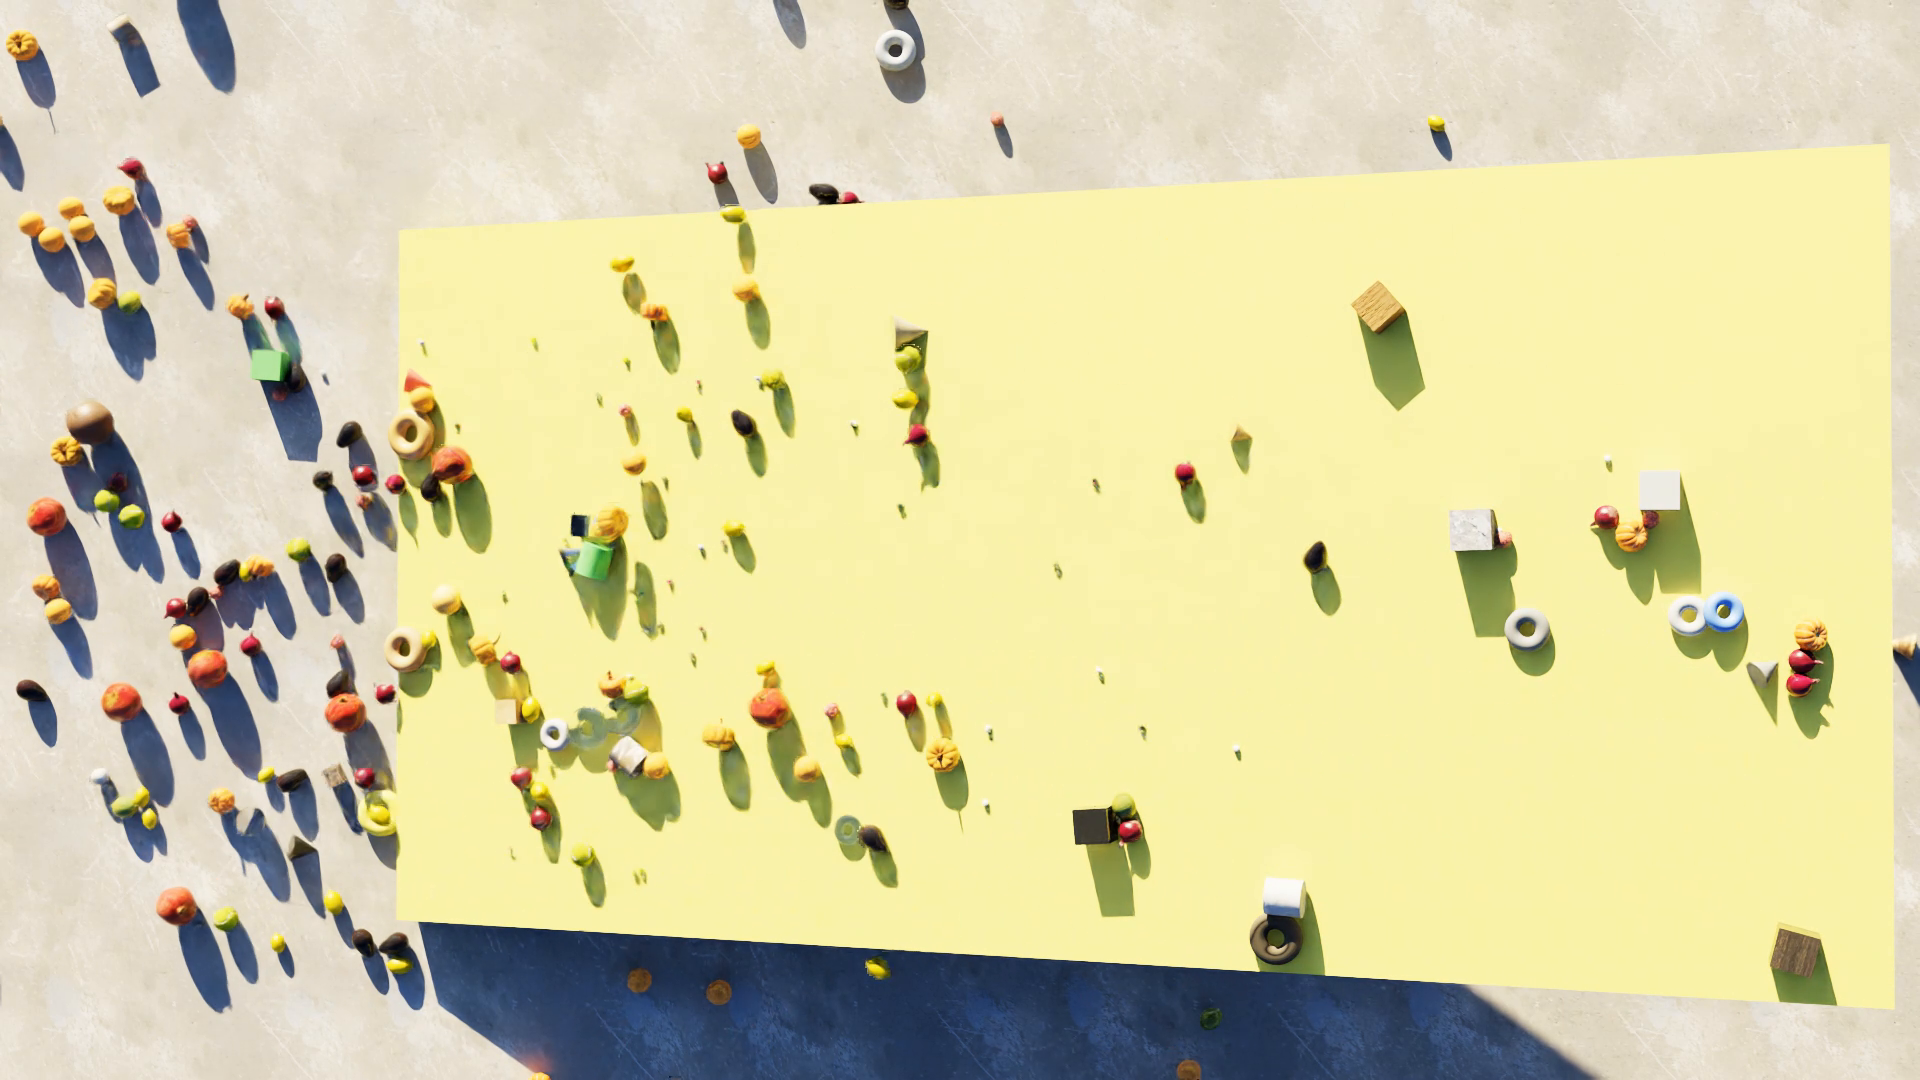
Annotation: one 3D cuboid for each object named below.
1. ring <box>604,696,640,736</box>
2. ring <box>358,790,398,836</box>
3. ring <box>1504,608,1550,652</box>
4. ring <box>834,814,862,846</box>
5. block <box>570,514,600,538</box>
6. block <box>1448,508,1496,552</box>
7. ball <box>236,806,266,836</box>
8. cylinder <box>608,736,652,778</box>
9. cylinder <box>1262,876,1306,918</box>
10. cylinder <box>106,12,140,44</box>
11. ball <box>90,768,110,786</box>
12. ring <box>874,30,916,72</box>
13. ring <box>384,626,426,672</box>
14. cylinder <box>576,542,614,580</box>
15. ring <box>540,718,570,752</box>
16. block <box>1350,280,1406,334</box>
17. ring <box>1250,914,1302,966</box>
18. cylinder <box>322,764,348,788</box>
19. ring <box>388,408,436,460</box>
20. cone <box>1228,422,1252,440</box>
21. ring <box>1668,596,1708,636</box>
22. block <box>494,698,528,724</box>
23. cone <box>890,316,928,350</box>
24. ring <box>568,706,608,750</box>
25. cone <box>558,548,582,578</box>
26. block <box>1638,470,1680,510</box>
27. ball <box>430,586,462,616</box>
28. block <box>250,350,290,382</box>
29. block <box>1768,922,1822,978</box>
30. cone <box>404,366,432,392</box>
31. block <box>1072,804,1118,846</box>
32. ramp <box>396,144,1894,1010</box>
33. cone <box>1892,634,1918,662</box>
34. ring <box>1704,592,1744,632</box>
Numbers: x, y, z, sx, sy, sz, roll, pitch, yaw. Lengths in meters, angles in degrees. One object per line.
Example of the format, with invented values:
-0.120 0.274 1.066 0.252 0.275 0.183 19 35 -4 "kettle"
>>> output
-0.940 0.489 6.118 0.111 0.037 0.111 0 89 17 "ring"
-1.695 0.799 6.442 0.138 0.046 0.138 0 90 0 "ring"
1.375 0.217 5.329 0.109 0.036 0.109 0 91 19 "ring"
-0.300 0.778 5.900 0.083 0.028 0.083 0 90 18 "ring"
-1.048 -0.040 6.149 0.061 0.061 0.061 4 91 19 "block"
1.245 -0.024 5.344 0.098 0.098 0.098 -2 89 19 "block"
-2.071 0.820 6.421 0.086 0.086 0.086 0 89 0 "ball"
-0.912 0.601 6.082 0.084 0.084 0.084 38 89 15 "cylinder"
0.810 0.891 5.484 0.093 0.093 0.093 3 89 19 "cylinder"
-2.460 -1.505 6.463 0.065 0.065 0.065 -33 89 0 "cylinder"
-2.518 0.693 6.440 0.051 0.051 0.051 0 89 0 "ball"
-0.190 -1.440 6.475 0.122 0.041 0.122 0 90 0 "ring"
-1.600 0.316 6.342 0.134 0.045 0.134 0 90 18 "ring"
-1.018 0.058 6.125 0.086 0.086 0.086 17 95 0 "cylinder"
-1.138 0.549 6.188 0.094 0.031 0.094 0 90 20 "ring"
1.033 -0.574 5.429 0.090 0.090 0.090 -42 77 14 "block"
0.792 0.998 5.514 0.135 0.045 0.135 -1 88 19 "ring"
-1.829 0.690 6.437 0.056 0.056 0.056 -26 89 0 "cylinder"
-1.581 -0.304 6.342 0.150 0.050 0.150 0 89 19 "ring"
0.716 -0.268 5.568 0.054 0.054 0.054 17 89 -9 "cone"
1.728 0.181 5.211 0.098 0.033 0.098 0 90 18 "ring"
-1.268 0.484 6.214 0.068 0.068 0.068 -3 88 19 "block"
-0.130 -0.554 5.851 0.097 0.097 0.097 -4 89 -8 "cone"
-1.042 0.526 6.150 0.124 0.041 0.124 0 91 19 "ring"
-1.068 0.046 6.164 0.095 0.095 0.095 -24 89 -10 "cone"
1.657 -0.117 5.207 0.092 0.092 0.092 0 89 19 "block"
-1.466 0.171 6.277 0.086 0.086 0.086 0 89 0 "ball"
-2.020 -0.509 6.440 0.084 0.084 0.084 4 89 0 "block"
1.935 0.950 5.097 0.093 0.093 0.093 14 94 19 "block"
-1.557 -0.453 6.343 0.077 0.077 0.077 16 89 -11 "cone"
0.347 0.731 5.645 0.090 0.090 0.090 -5 87 19 "block"
0.278 0.091 5.778 4.000 0.100 2.000 0 89 19 "ramp"
2.757 0.308 6.452 0.085 0.085 0.085 12 89 27 "cone"
1.797 0.169 5.175 0.097 0.032 0.097 0 85 -3 "ring"
